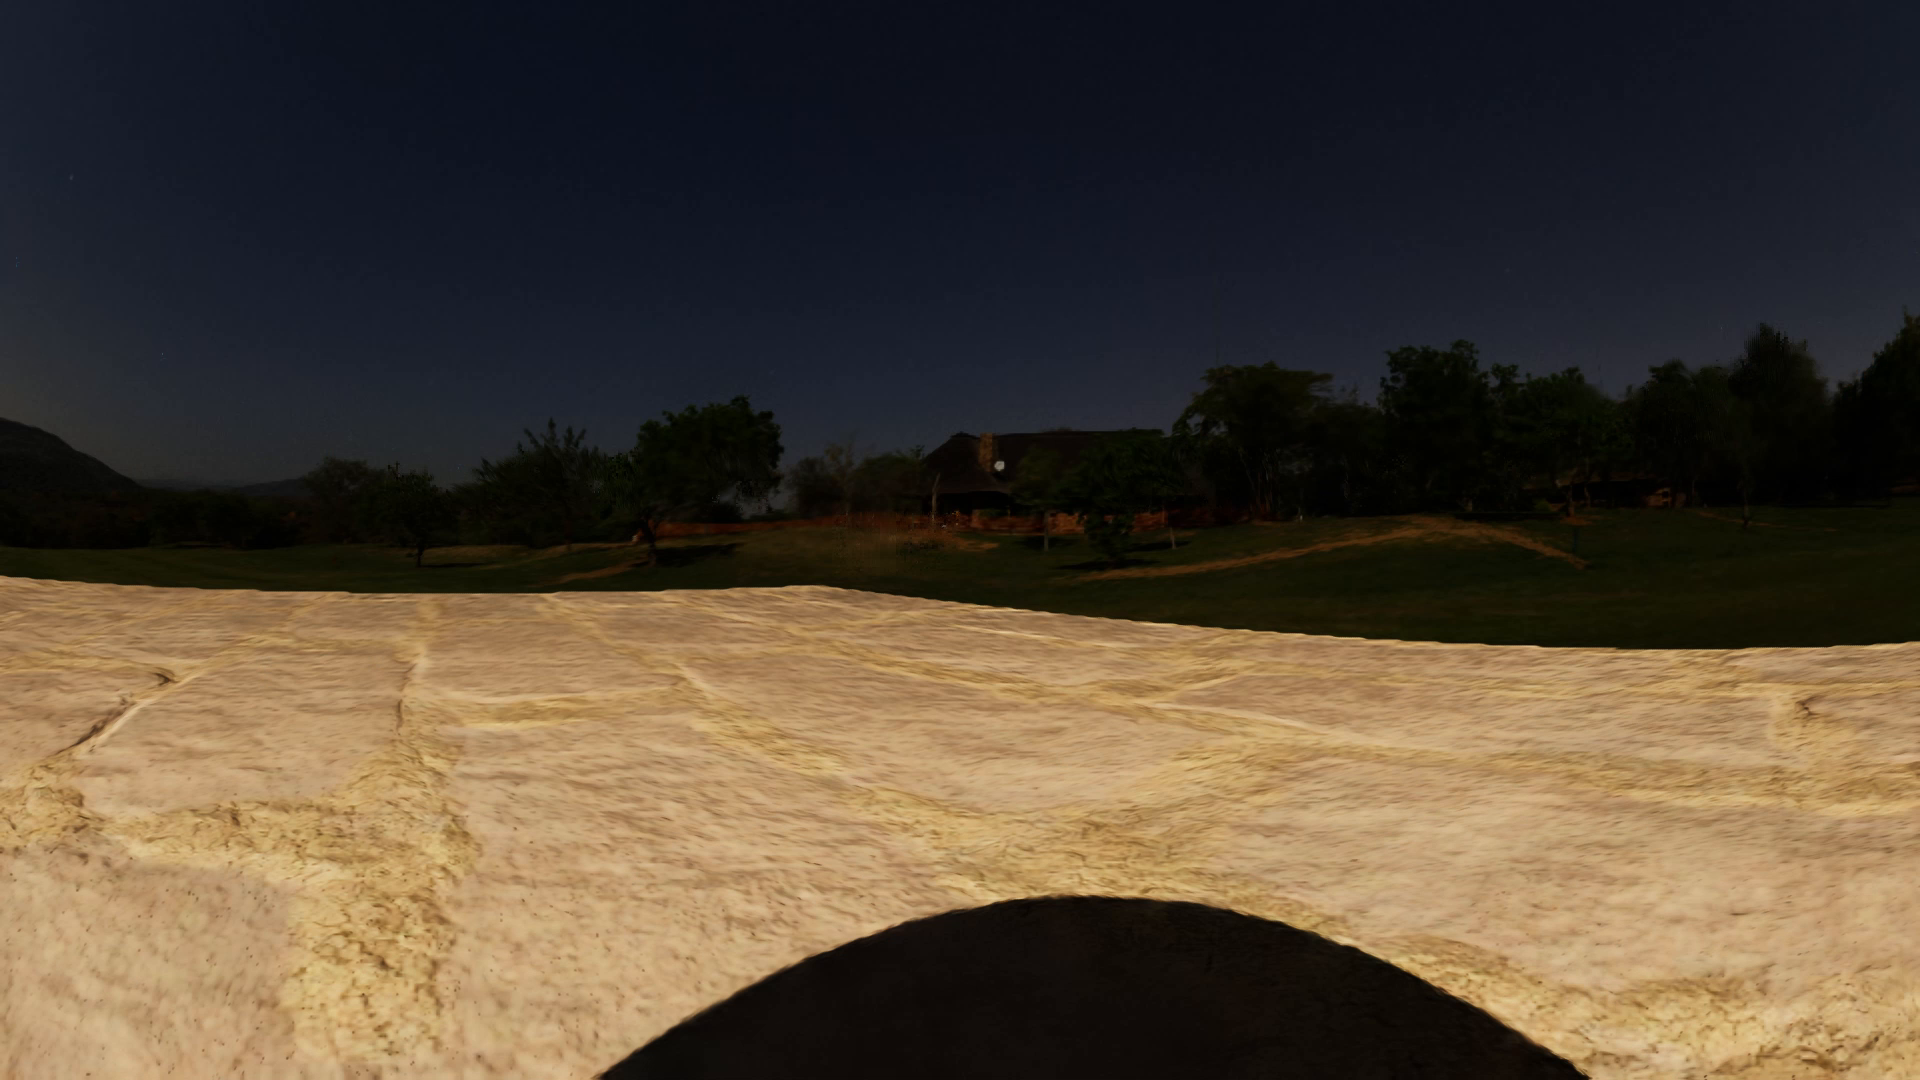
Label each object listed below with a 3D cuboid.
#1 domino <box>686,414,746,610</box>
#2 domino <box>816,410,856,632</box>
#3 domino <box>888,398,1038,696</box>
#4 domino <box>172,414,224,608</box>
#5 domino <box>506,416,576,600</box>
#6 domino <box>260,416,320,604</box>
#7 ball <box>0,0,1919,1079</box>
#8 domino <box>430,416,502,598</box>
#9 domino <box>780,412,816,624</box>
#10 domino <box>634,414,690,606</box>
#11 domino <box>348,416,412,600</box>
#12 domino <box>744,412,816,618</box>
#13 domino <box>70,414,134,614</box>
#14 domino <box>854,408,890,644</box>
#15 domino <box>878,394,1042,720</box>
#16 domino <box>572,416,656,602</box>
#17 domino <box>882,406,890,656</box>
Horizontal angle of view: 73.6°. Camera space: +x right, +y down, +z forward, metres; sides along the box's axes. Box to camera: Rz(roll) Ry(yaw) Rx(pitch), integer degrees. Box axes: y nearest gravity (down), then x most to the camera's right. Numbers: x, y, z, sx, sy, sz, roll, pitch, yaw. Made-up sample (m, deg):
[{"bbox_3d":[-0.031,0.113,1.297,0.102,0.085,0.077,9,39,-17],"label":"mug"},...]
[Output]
[{"bbox_3d":[-0.059,-0.008,0.339,0.009,0.050,0.025,3,5,34],"label":"domino"},{"bbox_3d":[-0.020,-0.005,0.300,0.025,0.050,0.010,-3,5,-33],"label":"domino"},{"bbox_3d":[0.001,0.001,0.220,0.025,0.050,0.009,0,4,2],"label":"domino"},{"bbox_3d":[-0.205,-0.008,0.345,0.010,0.050,0.025,-3,5,-32],"label":"domino"},{"bbox_3d":[-0.117,-0.010,0.362,0.009,0.050,0.025,1,4,8],"label":"domino"},{"bbox_3d":[-0.185,-0.009,0.355,0.010,0.050,0.025,-2,5,-20],"label":"domino"},{"bbox_3d":[0.000,-0.002,0.056,0.080,0.080,0.080,0,4,0],"label":"ball"},{"bbox_3d":[-0.139,-0.010,0.363,0.010,0.050,0.025,0,4,-1],"label":"domino"},{"bbox_3d":[-0.030,-0.006,0.313,0.025,0.050,0.009,-4,6,-40],"label":"domino"},{"bbox_3d":[-0.076,-0.009,0.349,0.009,0.050,0.025,2,5,26],"label":"domino"},{"bbox_3d":[-0.163,-0.010,0.361,0.009,0.050,0.025,-1,4,-11],"label":"domino"},{"bbox_3d":[-0.041,-0.007,0.325,0.009,0.050,0.025,4,6,44],"label":"domino"},{"bbox_3d":[-0.223,-0.007,0.333,0.009,0.050,0.025,-3,5,-38],"label":"domino"},{"bbox_3d":[-0.010,-0.003,0.279,0.025,0.050,0.010,-2,5,-23],"label":"domino"},{"bbox_3d":[0.000,0.002,0.201,0.025,0.050,0.010,0,4,0],"label":"domino"},{"bbox_3d":[-0.096,-0.009,0.357,0.009,0.050,0.025,1,4,17],"label":"domino"},{"bbox_3d":[-0.002,-0.002,0.259,0.025,0.050,0.009,-1,4,-14],"label":"domino"}]
